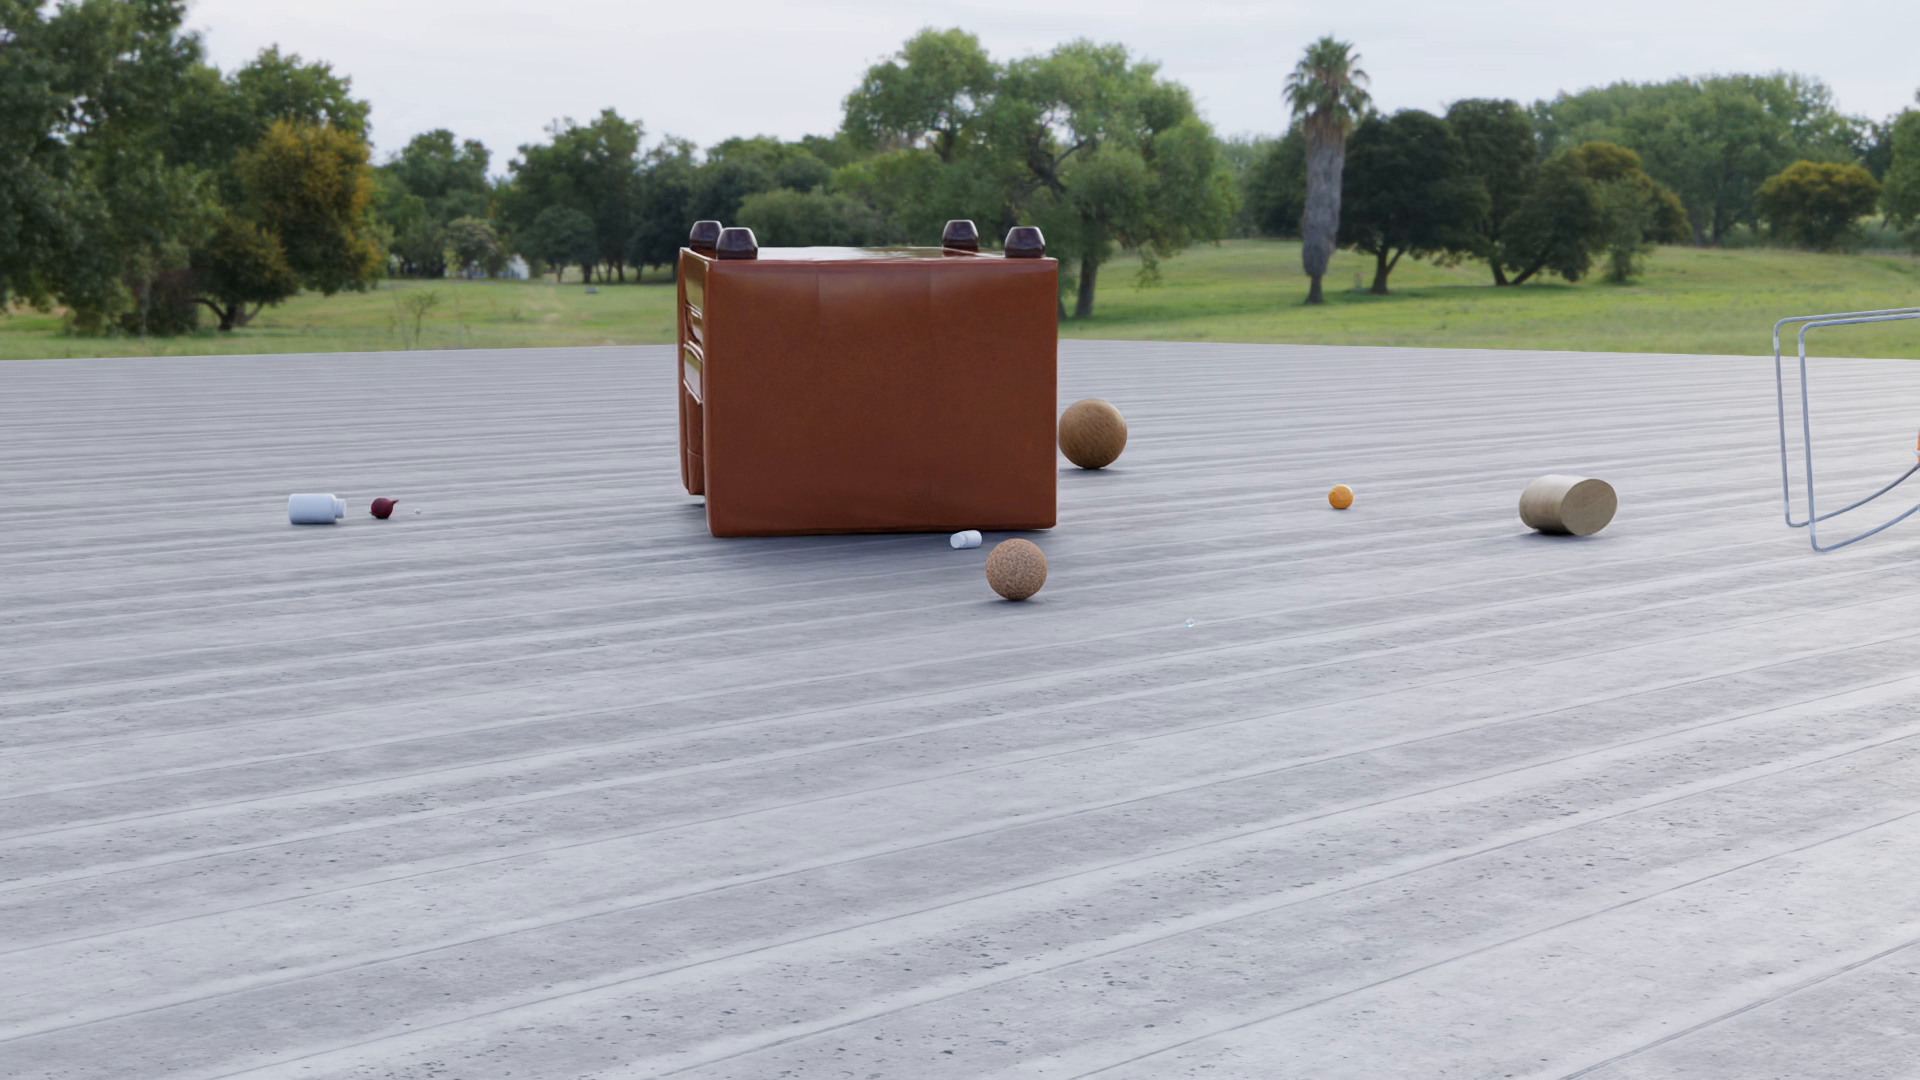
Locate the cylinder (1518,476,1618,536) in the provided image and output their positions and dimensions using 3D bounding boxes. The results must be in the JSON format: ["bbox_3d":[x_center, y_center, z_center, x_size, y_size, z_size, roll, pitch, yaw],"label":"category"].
[{"bbox_3d":[1.558,-0.089,6.576,0.205,0.143,0.144,-11,11,-32],"label":"cylinder"}]

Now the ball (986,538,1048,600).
[{"bbox_3d":[0.115,0.060,5.221,0.126,0.126,0.126,0,6,0],"label":"ball"}]

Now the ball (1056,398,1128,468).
[{"bbox_3d":[0.450,-0.364,8.764,0.242,0.242,0.242,0,6,0],"label":"ball"}]
